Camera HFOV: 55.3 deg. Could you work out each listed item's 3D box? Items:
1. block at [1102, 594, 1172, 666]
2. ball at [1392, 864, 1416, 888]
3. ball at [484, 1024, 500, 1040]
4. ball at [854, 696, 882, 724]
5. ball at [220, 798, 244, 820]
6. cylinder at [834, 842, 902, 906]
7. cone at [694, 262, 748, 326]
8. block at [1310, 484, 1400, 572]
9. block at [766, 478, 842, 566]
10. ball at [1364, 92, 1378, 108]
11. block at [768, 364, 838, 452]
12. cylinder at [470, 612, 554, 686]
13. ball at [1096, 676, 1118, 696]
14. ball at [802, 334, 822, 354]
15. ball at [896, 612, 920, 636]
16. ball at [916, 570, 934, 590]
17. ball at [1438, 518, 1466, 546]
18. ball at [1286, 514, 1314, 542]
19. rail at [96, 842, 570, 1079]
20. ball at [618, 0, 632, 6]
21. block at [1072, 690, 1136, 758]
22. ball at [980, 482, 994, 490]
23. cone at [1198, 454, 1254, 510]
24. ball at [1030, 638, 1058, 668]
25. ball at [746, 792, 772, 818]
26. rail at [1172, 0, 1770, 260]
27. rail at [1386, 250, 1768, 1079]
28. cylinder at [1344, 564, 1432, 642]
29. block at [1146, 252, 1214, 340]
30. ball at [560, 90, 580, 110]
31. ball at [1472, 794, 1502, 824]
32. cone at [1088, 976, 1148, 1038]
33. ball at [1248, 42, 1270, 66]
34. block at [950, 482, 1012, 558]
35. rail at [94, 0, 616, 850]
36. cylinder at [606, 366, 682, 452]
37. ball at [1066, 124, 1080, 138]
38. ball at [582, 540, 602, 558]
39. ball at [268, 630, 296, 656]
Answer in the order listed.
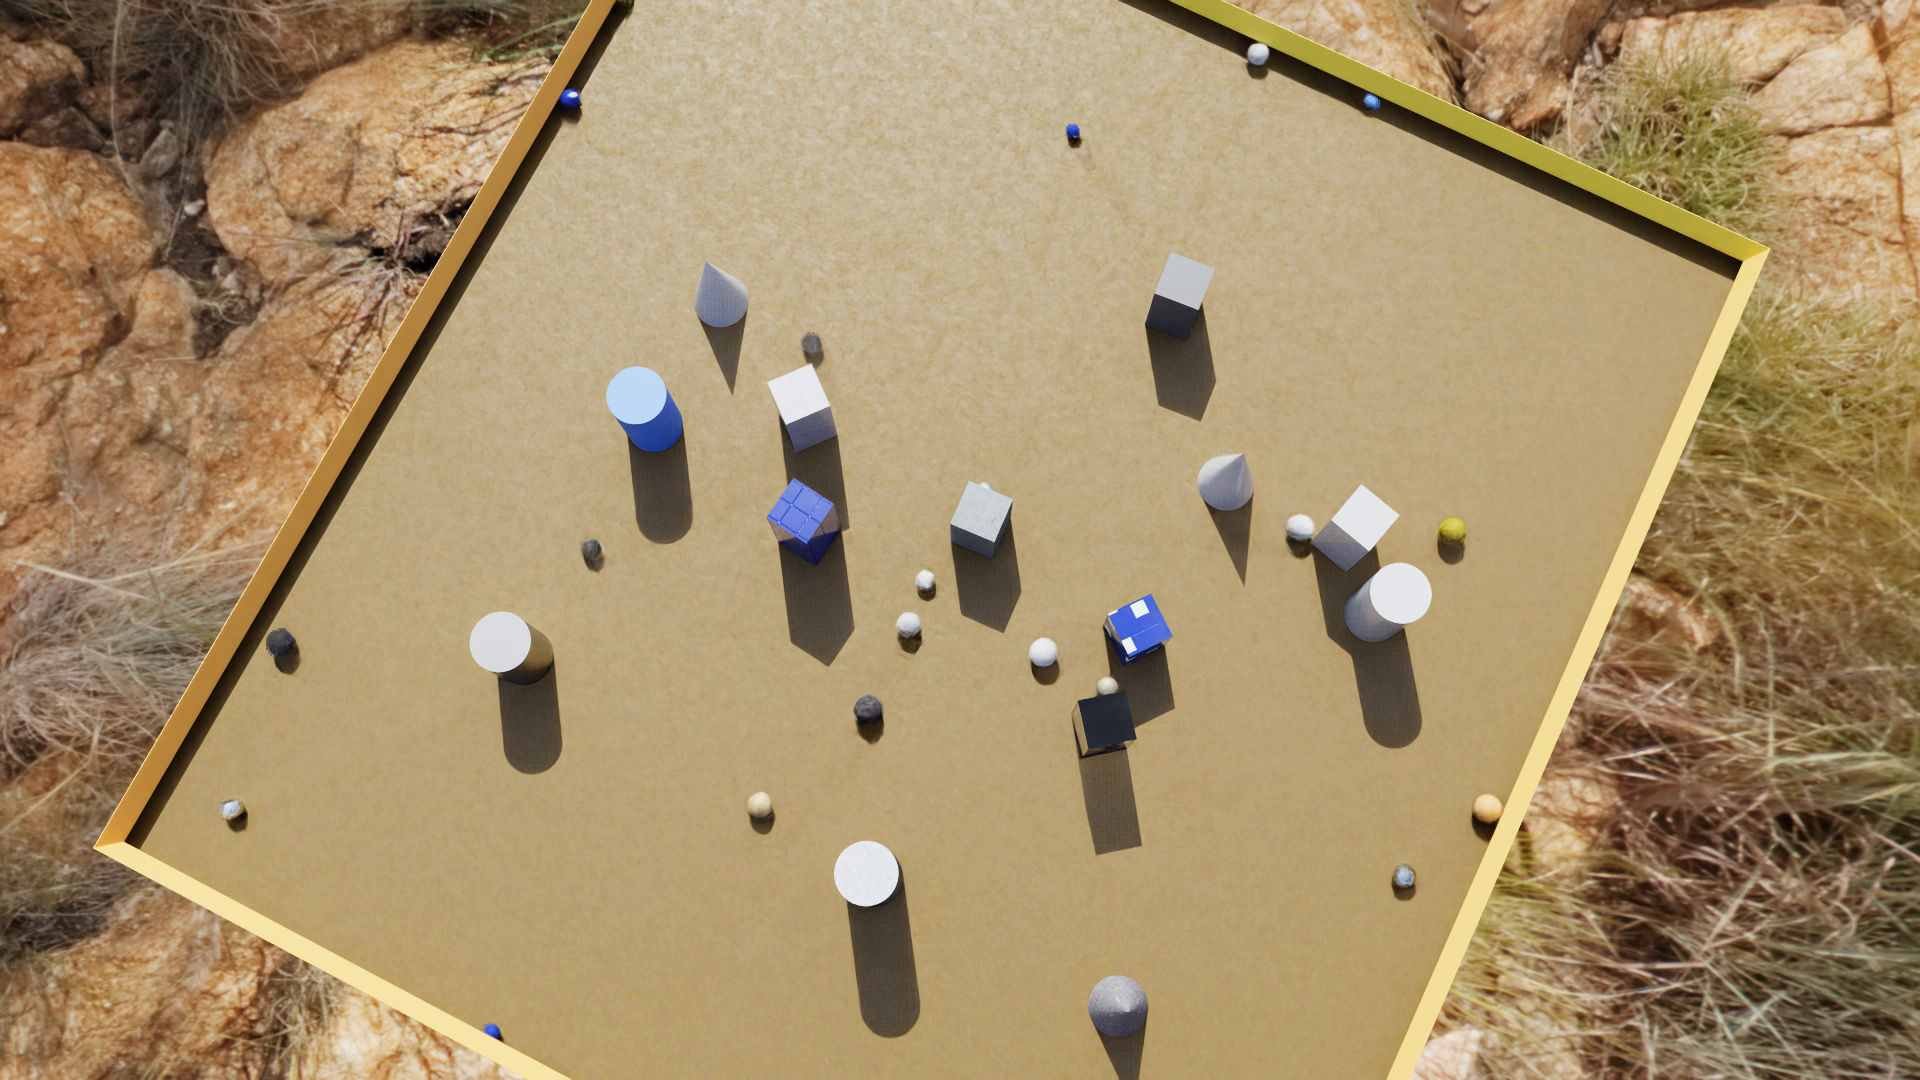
[{"bbox_3d":[0.527,0.270,5.453,0.140,0.210,0.140,-25,79,-5],"label":"block"},{"bbox_3d":[1.304,0.985,5.377,0.069,0.069,0.069,0,78,0],"label":"ball"},{"bbox_3d":[-1.353,1.424,5.298,0.047,0.047,0.047,0,78,0],"label":"ball"},{"bbox_3d":[-0.274,0.509,5.468,0.084,0.084,0.084,0,78,0],"label":"ball"},{"bbox_3d":[-2.151,0.794,5.419,0.064,0.064,0.064,0,78,0],"label":"ball"},{"bbox_3d":[-0.256,0.952,5.206,0.175,0.418,0.175,0,78,0],"label":"cylinder"},{"bbox_3d":[-0.752,-0.790,5.599,0.175,0.354,0.175,0,78,0],"label":"cone"},{"bbox_3d":[1.172,-0.032,5.457,0.140,0.325,0.140,40,81,8],"label":"block"},{"bbox_3d":[-0.461,-0.049,5.448,0.140,0.348,0.140,33,80,6],"label":"block"},{"bbox_3d":[1.319,-1.410,5.883,0.048,0.048,0.048,0,78,0],"label":"ball"},{"bbox_3d":[-0.472,-0.394,5.528,0.140,0.332,0.140,-24,79,-5],"label":"block"},{"bbox_3d":[-1.317,0.322,5.396,0.175,0.300,0.175,0,78,0],"label":"cylinder"},{"bbox_3d":[0.441,0.443,5.490,0.067,0.067,0.067,0,78,0],"label":"ball"},{"bbox_3d":[-0.461,-0.612,5.711,0.061,0.061,0.061,0,78,0],"label":"ball"},{"bbox_3d":[-0.156,0.256,5.526,0.073,0.073,0.073,0,78,0],"label":"ball"},{"bbox_3d":[-0.106,0.121,5.562,0.058,0.058,0.058,0,78,0],"label":"ball"},{"bbox_3d":[1.498,-0.025,5.578,0.085,0.085,0.085,0,78,0],"label":"ball"},{"bbox_3d":[1.036,-0.037,5.582,0.081,0.081,0.081,0,78,0],"label":"ball"},{"bbox_3d":[-0.860,1.690,5.208,3.677,0.114,0.045,26,80,5],"label":"rail"},{"bbox_3d":[-1.091,-1.760,5.955,0.049,0.049,0.049,0,78,0],"label":"ball"},{"bbox_3d":[0.417,0.541,5.341,0.140,0.320,0.140,-11,79,-2],"label":"block"},{"bbox_3d":[0.073,-0.144,5.613,0.064,0.064,0.064,0,78,0],"label":"ball"},{"bbox_3d":[0.821,-0.213,5.472,0.175,0.368,0.175,0,78,0],"label":"cone"},{"bbox_3d":[0.252,0.338,5.502,0.088,0.088,0.088,0,78,0],"label":"ball"},{"bbox_3d":[-0.592,0.783,5.416,0.075,0.075,0.075,0,78,0],"label":"ball"},{"bbox_3d":[0.860,-1.678,5.904,3.677,0.114,0.045,26,80,5],"label":"rail"},{"bbox_3d":[1.623,0.801,5.392,0.045,0.114,3.892,26,80,5],"label":"rail"},{"bbox_3d":[1.255,0.188,5.393,0.175,0.361,0.175,0,78,0],"label":"cylinder"},{"bbox_3d":[0.671,-0.744,5.619,0.140,0.295,0.140,22,79,4],"label":"block"},{"bbox_3d":[-1.252,-1.412,5.875,0.064,0.064,0.064,0,78,0],"label":"ball"},{"bbox_3d":[1.557,0.794,5.409,0.085,0.085,0.085,0,78,0],"label":"ball"},{"bbox_3d":[0.461,1.324,5.173,0.175,0.332,0.175,0,78,0],"label":"cone"},{"bbox_3d":[0.960,-1.566,5.904,0.070,0.070,0.070,0,78,0],"label":"ball"},{"bbox_3d":[0.063,-0.058,5.497,0.140,0.257,0.140,23,79,5],"label":"block"},{"bbox_3d":[-1.623,-0.789,5.720,0.045,0.114,3.892,26,80,5],"label":"rail"},{"bbox_3d":[-0.948,-0.391,5.530,0.175,0.326,0.175,0,78,0],"label":"cylinder"},{"bbox_3d":[0.363,-1.306,5.863,0.044,0.044,0.044,0,78,0],"label":"ball"},{"bbox_3d":[-1.122,0.027,5.580,0.060,0.060,0.060,0,78,0],"label":"ball"},{"bbox_3d":[-2.040,0.311,5.511,0.080,0.080,0.080,0,78,0],"label":"ball"}]
